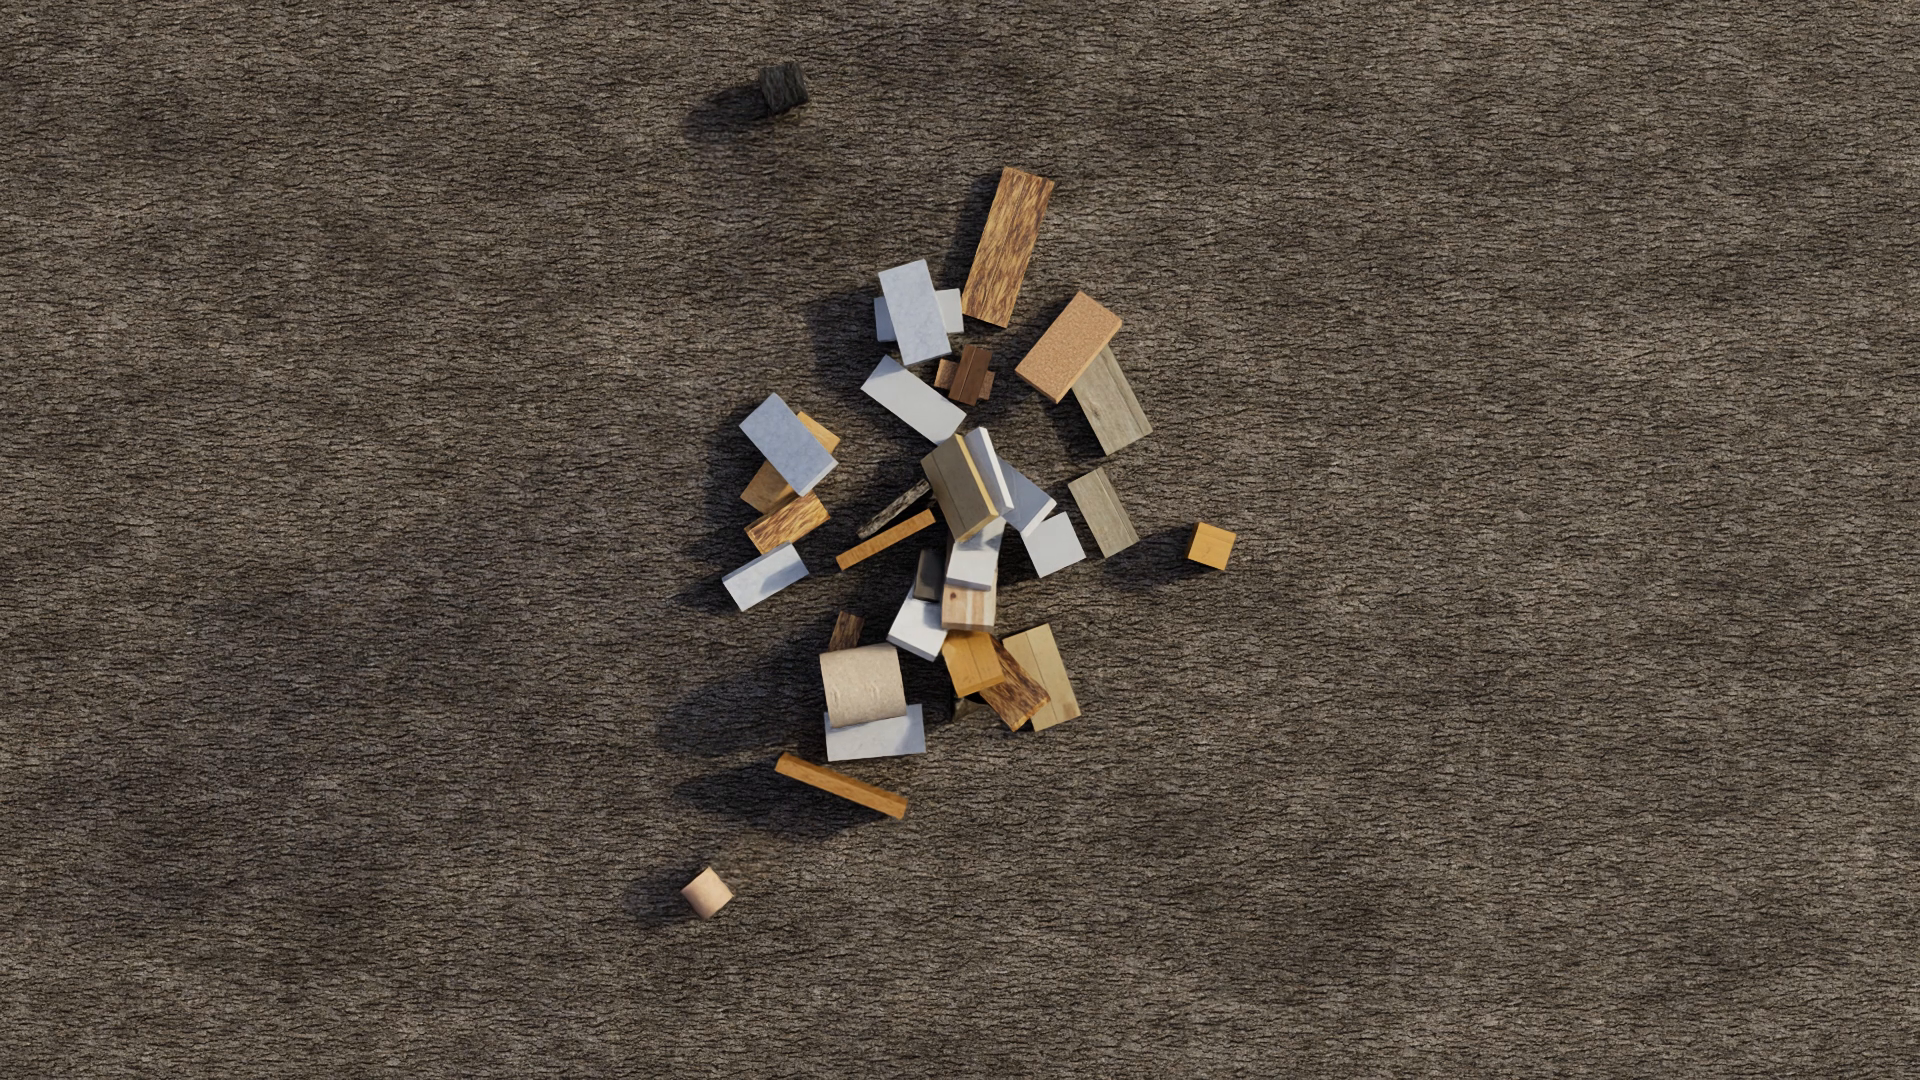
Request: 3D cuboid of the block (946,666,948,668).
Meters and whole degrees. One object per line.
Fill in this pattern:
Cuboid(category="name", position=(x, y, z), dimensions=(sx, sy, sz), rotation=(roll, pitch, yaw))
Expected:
Cuboid(category="block", position=(0.022, 0.349, 5.431), dimensions=(0.086, 0.024, 0.172), rotation=(12, 63, 23))

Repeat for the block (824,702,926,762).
Cuboid(category="block", position=(-0.282, 0.637, 5.477), dimensions=(0.324, 0.046, 0.162), rotation=(-5, 90, 0))

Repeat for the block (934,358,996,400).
Cuboid(category="block", position=(0.015, -0.534, 5.487), dimensions=(0.186, 0.026, 0.093), rotation=(14, 90, 0))

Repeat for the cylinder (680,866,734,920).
Cuboid(category="cylinder", position=(-0.837, 1.165, 5.437), dimensions=(0.126, 0.126, 0.126), rotation=(-40, 90, 0))

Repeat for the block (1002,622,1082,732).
Cuboid(category="block", position=(0.270, 0.455, 5.477), dimensions=(0.162, 0.046, 0.324), rotation=(-20, 90, 0))

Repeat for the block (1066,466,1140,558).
Cuboid(category="block", position=(0.476, -0.091, 5.482), dimensions=(0.128, 0.036, 0.277), rotation=(-27, 90, 0))

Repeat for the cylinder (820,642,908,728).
Cuboid(category="cylinder", position=(-0.315, 0.471, 5.368), dimensions=(0.247, 0.247, 0.247), rotation=(-10, 90, -4))

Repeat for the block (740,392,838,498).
Cuboid(category="block", position=(-0.564, -0.314, 5.419), dimensions=(0.162, 0.046, 0.324), rotation=(-43, 72, 4))

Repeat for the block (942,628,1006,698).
Cuboid(category="block", position=(0.022, 0.344, 5.388), dimensions=(0.162, 0.046, 0.324), rotation=(-21, 55, 1))

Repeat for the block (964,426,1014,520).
Cuboid(category="block", position=(0.063, -0.203, 5.392), dimensions=(0.149, 0.042, 0.298), rotation=(-31, 65, 29))

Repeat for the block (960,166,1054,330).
Cuboid(category="block", position=(0.151, -0.968, 5.475), dimensions=(0.173, 0.049, 0.508), rotation=(18, 90, 0))

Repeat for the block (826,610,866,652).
Cuboid(category="block", position=(-0.384, 0.331, 5.488), dimensions=(0.086, 0.024, 0.172), rotation=(18, 90, 0))

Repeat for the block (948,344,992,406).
Cuboid(category="block", position=(0.034, -0.544, 5.460), dimensions=(0.093, 0.026, 0.186), rotation=(19, 90, 0))

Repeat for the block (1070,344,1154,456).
Cuboid(category="block", position=(0.482, -0.472, 5.475), dimensions=(0.173, 0.049, 0.346), rotation=(-28, 90, 0))

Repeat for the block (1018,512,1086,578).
Cuboid(category="block", position=(0.300, 0.015, 5.418), dimensions=(0.164, 0.164, 0.164), rotation=(-24, 90, 0))

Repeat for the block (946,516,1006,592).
Cuboid(category="block", position=(0.057, 0.015, 5.408), dimensions=(0.149, 0.042, 0.298), rotation=(11, 62, 3))

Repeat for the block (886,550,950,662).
Cuboid(category="block", position=(-0.093, 0.214, 5.395), dimensions=(0.171, 0.048, 0.342), rotation=(26, 60, 0))

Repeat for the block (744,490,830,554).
Cuboid(category="block", position=(-0.569, -0.056, 5.442), dimensions=(0.256, 0.036, 0.128), rotation=(-34, 122, -4))

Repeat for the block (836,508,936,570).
Cuboid(category="block", position=(-0.241, -0.002, 5.415), dimensions=(0.342, 0.171, 0.048), rotation=(-27, 90, 0))

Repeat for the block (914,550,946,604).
Cuboid(category="block", position=(-0.100, 0.119, 5.400), dimensions=(0.086, 0.024, 0.172), rotation=(12, 61, -8))

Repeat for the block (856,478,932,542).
Cuboid(category="block", position=(-0.216, -0.098, 5.429), dimensions=(0.284, 0.142, 0.040), rotation=(-38, 90, 0))

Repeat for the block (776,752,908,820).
Cuboid(category="block", position=(-0.387, 0.807, 5.418), dimensions=(0.441, 0.162, 0.046), rotation=(21, 88, 0))

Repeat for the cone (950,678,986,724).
Cuboid(category="cone", position=(0.005, 0.548, 5.463), dimensions=(0.163, 0.163, 0.163), rotation=(29, 117, 0))

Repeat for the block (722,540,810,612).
Cuboid(category="block", position=(-0.642, 0.118, 5.453), dimensions=(0.256, 0.036, 0.128), rotation=(-30, 119, 0))

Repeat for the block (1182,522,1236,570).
Cuboid(category="block", position=(0.822, 0.020, 5.437), dimensions=(0.125, 0.125, 0.125), rotation=(19, 90, 0))

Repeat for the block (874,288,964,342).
Cuboid(category="block", position=(-0.135, -0.740, 5.442), dimensions=(0.284, 0.040, 0.142), rotation=(-6, 88, 5))

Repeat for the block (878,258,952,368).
Cuboid(category="block", position=(-0.146, -0.743, 5.401), dimensions=(0.159, 0.045, 0.319), rotation=(-16, 87, 5))

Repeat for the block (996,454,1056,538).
Cuboid(category="block", position=(0.167, -0.147, 5.389), dimensions=(0.149, 0.042, 0.298), rotation=(-48, 51, -1))

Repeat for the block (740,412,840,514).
Cuboid(category="block", position=(-0.563, -0.238, 5.477), dimensions=(0.159, 0.045, 0.349), rotation=(35, 90, 0))

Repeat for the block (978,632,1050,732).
Cuboid(category="block", position=(0.130, 0.457, 5.390), dimensions=(0.162, 0.046, 0.324), rotation=(-40, 61, -8))

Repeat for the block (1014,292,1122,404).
Cuboid(category="block", position=(0.358, -0.635, 5.434), dimensions=(0.173, 0.049, 0.346), rotation=(37, 83, 15))

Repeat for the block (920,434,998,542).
Cuboid(category="block", position=(-0.004, -0.170, 5.381), dimensions=(0.159, 0.045, 0.319), rotation=(-37, 62, 26))

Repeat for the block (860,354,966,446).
Cuboid(category="block", position=(-0.153, -0.459, 5.480), dimensions=(0.334, 0.040, 0.142), rotation=(37, 90, 0))

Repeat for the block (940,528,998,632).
Cuboid(category="block", position=(0.034, 0.130, 5.398), dimensions=(0.171, 0.048, 0.342), rotation=(4, 62, -1))
